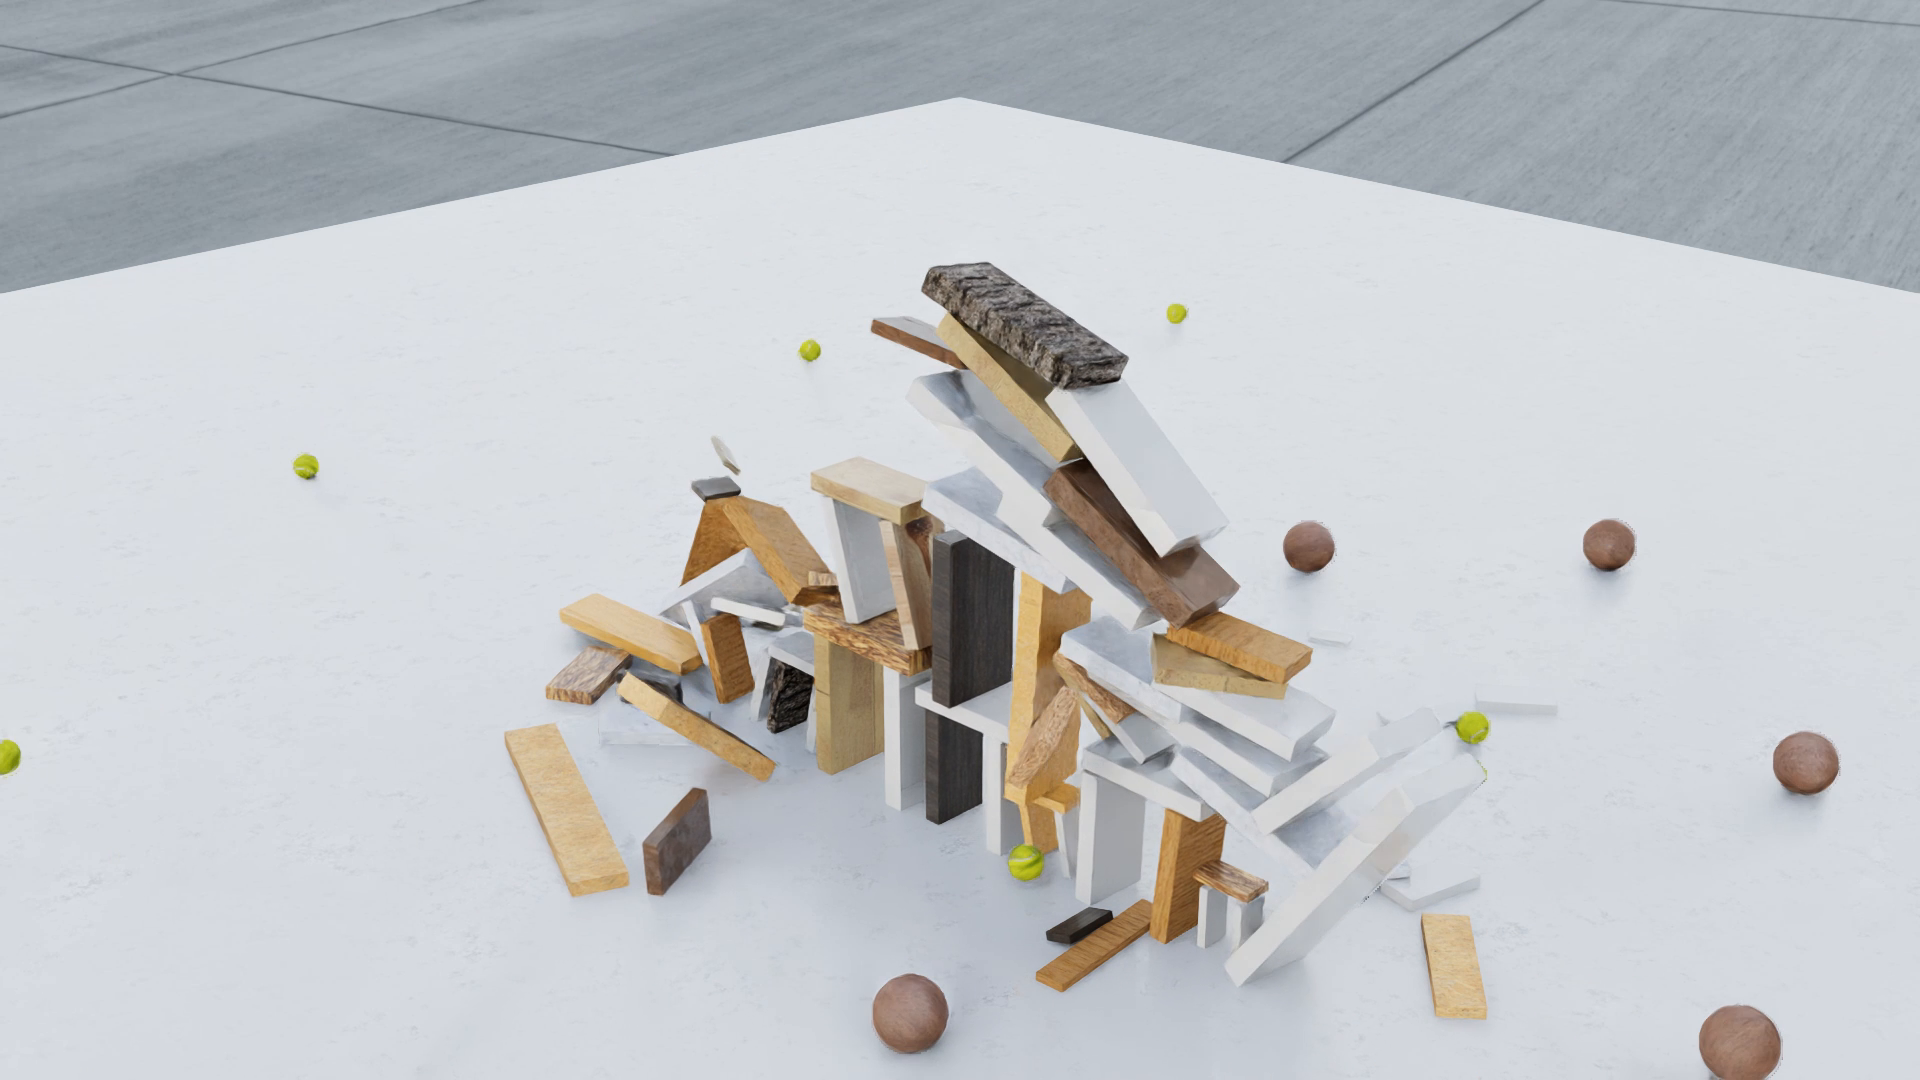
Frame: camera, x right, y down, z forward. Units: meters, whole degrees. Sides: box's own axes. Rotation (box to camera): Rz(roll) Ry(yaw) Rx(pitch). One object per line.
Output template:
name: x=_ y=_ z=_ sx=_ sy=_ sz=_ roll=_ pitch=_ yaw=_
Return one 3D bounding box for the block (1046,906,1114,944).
block: x=0.220 y=0.709 z=4.046 sx=0.119 sy=0.017 sz=0.059 roll=-22 pitch=14 yaw=-41

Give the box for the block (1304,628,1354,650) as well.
block: x=0.872 y=0.232 z=5.194 sx=0.104 sy=0.015 sz=0.052 roll=9 pitch=25 yaw=21

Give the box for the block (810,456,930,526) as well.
block: x=-0.161 y=-0.100 z=4.359 sx=0.131 sy=0.037 sz=0.262 roll=-21 pitch=31 yaw=-40

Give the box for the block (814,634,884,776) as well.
block: x=-0.229 y=0.320 z=4.603 sx=0.157 sy=0.314 sz=0.044 roll=-21 pitch=31 yaw=-41

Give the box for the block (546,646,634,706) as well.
block: x=-0.841 y=0.306 z=4.999 sx=0.111 sy=0.031 sz=0.222 roll=7 pitch=24 yaw=15

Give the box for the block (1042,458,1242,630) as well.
block: x=0.319 y=-0.004 z=3.859 sx=0.349 sy=0.049 sz=0.175 roll=47 pitch=34 yaw=15

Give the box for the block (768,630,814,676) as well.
block: x=-0.309 y=0.246 z=4.663 sx=0.094 sy=0.027 sz=0.188 roll=-21 pitch=31 yaw=-41

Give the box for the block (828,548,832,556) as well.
block: x=-0.228 y=0.037 z=4.747 sx=0.095 sy=0.027 sz=0.190 roll=16 pitch=7 yaw=-9

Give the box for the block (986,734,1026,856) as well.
block: x=0.109 y=0.478 z=4.308 sx=0.036 sy=0.254 sz=0.127 roll=20 pitch=30 yaw=40

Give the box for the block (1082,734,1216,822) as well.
block: x=0.372 y=0.421 z=4.002 sx=0.276 sy=0.039 sz=0.138 roll=22 pitch=31 yaw=39

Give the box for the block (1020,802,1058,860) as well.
block: x=0.153 y=0.544 z=4.296 sx=0.020 sy=0.142 sz=0.071 roll=4 pitch=20 yaw=45

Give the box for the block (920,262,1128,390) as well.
block: x=0.114 y=-0.383 z=3.905 sx=0.348 sy=0.049 sz=0.174 roll=37 pitch=29 yaw=27

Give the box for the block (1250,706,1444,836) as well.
block: x=0.648 y=0.391 z=3.699 sx=0.164 sy=0.328 sz=0.047 roll=-16 pitch=71 yaw=-38

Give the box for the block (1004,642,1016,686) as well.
block: x=0.000 y=0.262 z=5.085 sx=0.330 sy=0.047 sz=0.165 roll=16 pitch=28 yaw=33

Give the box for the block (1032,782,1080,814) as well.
block: x=0.165 y=0.483 z=4.229 sx=0.142 sy=0.020 sz=0.071 roll=17 pitch=28 yaw=36

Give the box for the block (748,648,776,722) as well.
block: x=-0.404 y=0.305 z=4.802 sx=0.027 sy=0.187 sz=0.094 roll=36 pitch=39 yaw=29

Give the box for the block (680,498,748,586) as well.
block: x=-0.541 y=0.034 z=5.088 sx=0.161 sy=0.321 sz=0.046 roll=14 pitch=39 yaw=-10

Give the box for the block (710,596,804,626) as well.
block: x=-0.444 y=0.157 z=4.841 sx=0.187 sy=0.027 sz=0.094 roll=13 pitch=3 yaw=25

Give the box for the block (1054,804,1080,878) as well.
block: x=0.222 y=0.571 z=4.229 sx=0.071 sy=0.142 sz=0.020 roll=-19 pitch=18 yaw=-35

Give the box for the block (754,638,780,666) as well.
block: x=-0.421 y=0.268 z=4.987 sx=0.015 sy=0.103 sz=0.051 roll=-20 pitch=72 yaw=-49

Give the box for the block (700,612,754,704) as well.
block: x=-0.518 y=0.261 z=4.906 sx=0.027 sy=0.187 sz=0.094 roll=0 pitch=18 yaw=40

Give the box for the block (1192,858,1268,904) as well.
block: x=0.489 y=0.615 z=3.974 sx=0.123 sy=0.017 sz=0.062 roll=20 pitch=30 yaw=40

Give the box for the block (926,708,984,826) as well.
block: x=-0.011 y=0.433 z=4.414 sx=0.036 sy=0.254 sz=0.127 roll=21 pitch=31 yaw=40

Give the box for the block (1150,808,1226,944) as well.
block: x=0.419 y=0.590 z=4.013 sx=0.138 sy=0.276 sz=0.039 roll=-21 pitch=36 yaw=-41

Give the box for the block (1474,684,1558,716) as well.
block: x=1.236 y=0.355 z=4.893 sx=0.173 sy=0.024 sz=0.086 roll=3 pitch=23 yaw=8

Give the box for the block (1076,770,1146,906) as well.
block: x=0.286 y=0.539 z=4.135 sx=0.138 sy=0.276 sz=0.039 roll=-20 pitch=32 yaw=-38

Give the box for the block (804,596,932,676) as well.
block: x=-0.155 y=0.184 z=4.466 sx=0.157 sy=0.044 sz=0.314 roll=-21 pitch=31 yaw=-40

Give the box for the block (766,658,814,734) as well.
block: x=-0.363 y=0.325 z=4.754 sx=0.094 sy=0.188 sz=0.027 roll=-21 pitch=44 yaw=-40

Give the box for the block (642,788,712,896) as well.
block: x=-0.545 y=0.581 z=4.247 sx=0.031 sy=0.111 sz=0.222 roll=5 pitch=23 yaw=19

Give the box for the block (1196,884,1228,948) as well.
block: x=0.461 y=0.677 z=4.007 sx=0.017 sy=0.123 sz=0.062 roll=21 pitch=31 yaw=41

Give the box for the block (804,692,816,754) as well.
block: x=-0.273 y=0.360 z=4.670 sx=0.094 sy=0.188 sz=0.027 roll=-21 pitch=46 yaw=-41

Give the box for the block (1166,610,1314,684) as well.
block: x=0.485 y=0.179 z=3.822 sx=0.227 sy=0.032 sz=0.113 roll=22 pitch=27 yaw=26

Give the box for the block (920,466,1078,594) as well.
block: x=0.115 y=-0.025 z=4.060 sx=0.346 sy=0.049 sz=0.173 roll=32 pitch=35 yaw=30

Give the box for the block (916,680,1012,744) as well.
block: x=0.048 y=0.323 z=4.304 sx=0.254 sy=0.036 sz=0.127 roll=20 pitch=30 yaw=39

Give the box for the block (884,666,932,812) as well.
block: x=-0.081 y=0.378 z=4.467 sx=0.044 sy=0.314 sz=0.157 roll=21 pitch=31 yaw=41

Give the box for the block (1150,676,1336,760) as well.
block: x=0.490 y=0.273 z=3.806 sx=0.285 sy=0.040 sz=0.143 roll=28 pitch=34 yaw=28

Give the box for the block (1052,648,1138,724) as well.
block: x=0.259 y=0.253 z=4.037 sx=0.087 sy=0.025 sz=0.174 roll=-28 pitch=67 yaw=-42
